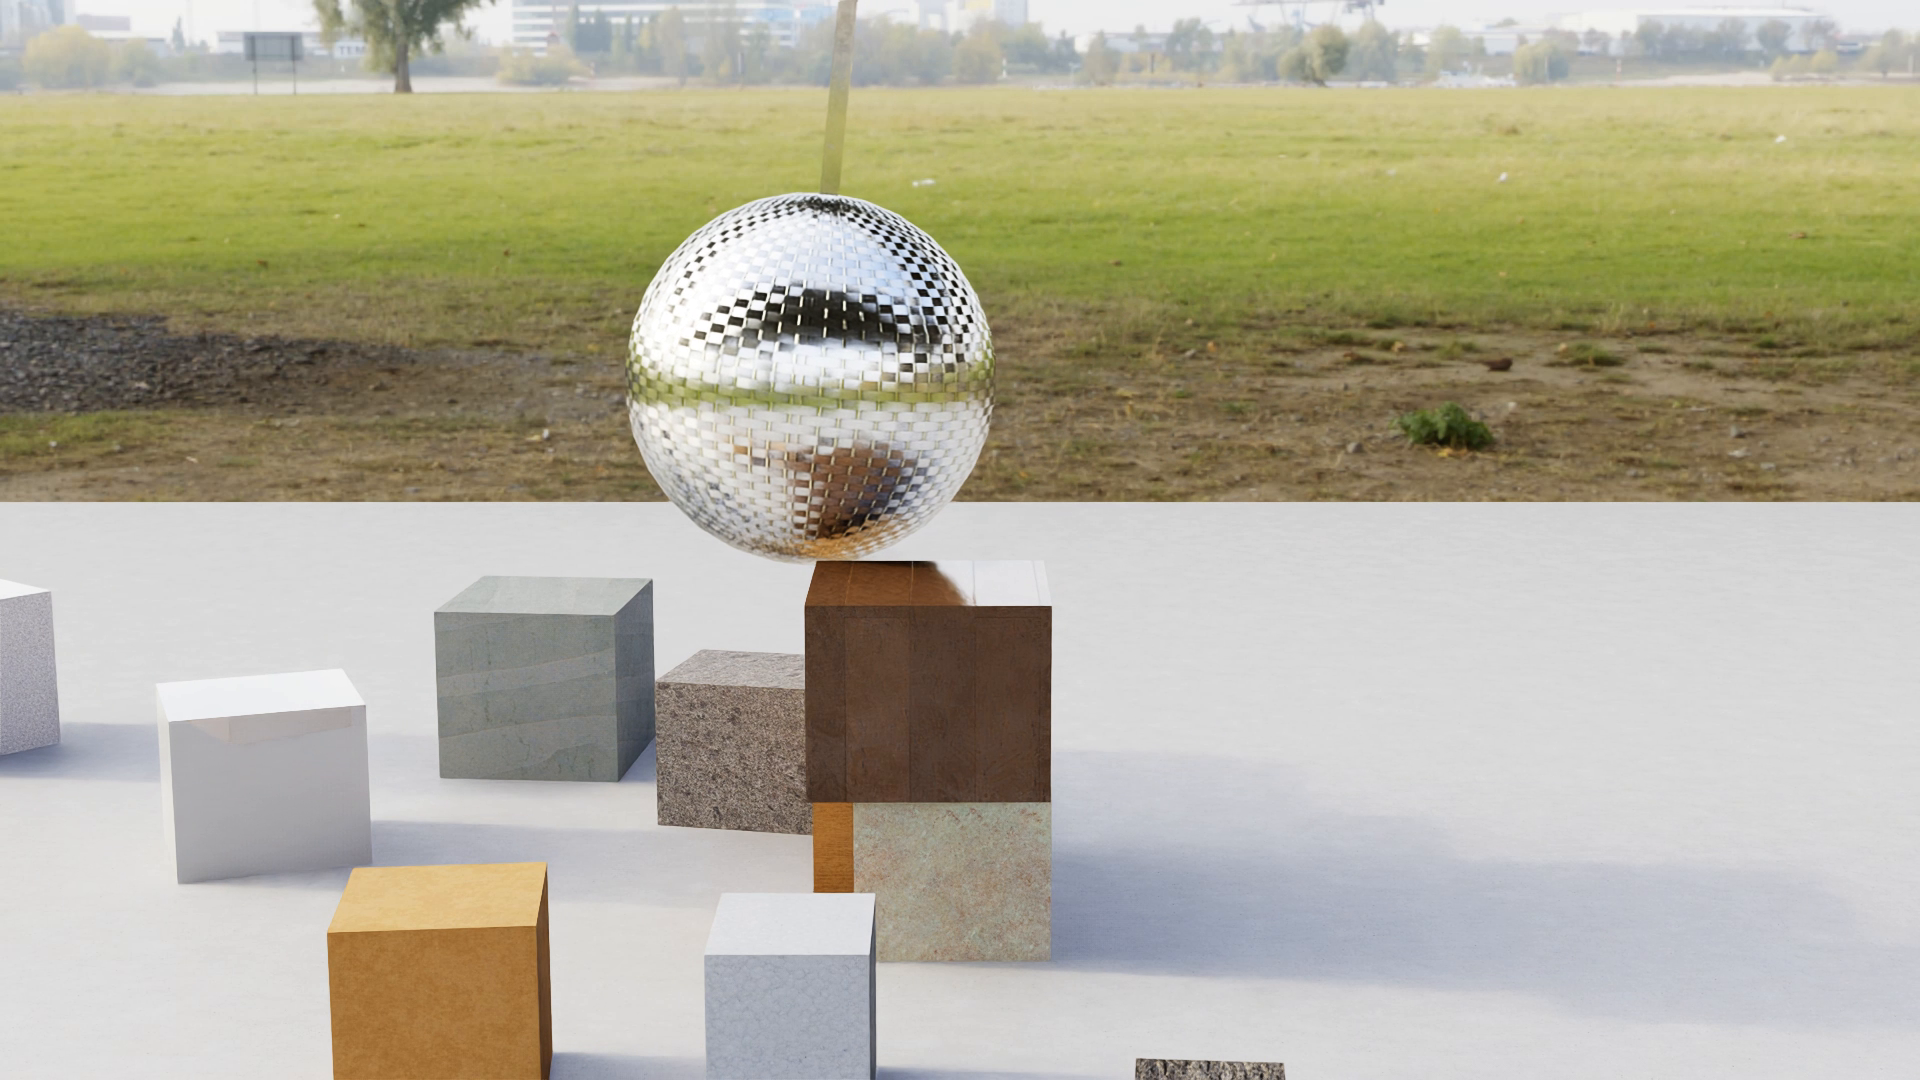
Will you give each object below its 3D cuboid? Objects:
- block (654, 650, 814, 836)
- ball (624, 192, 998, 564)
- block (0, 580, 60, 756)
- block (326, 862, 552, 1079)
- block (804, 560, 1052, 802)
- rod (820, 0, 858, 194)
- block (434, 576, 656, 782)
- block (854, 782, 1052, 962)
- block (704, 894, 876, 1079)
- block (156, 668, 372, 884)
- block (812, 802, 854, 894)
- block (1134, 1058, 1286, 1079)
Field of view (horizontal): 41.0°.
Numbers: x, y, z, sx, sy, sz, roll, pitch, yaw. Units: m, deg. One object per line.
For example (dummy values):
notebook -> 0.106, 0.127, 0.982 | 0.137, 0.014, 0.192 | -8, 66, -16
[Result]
block -> -0.929, 0.962, 12.321 | 0.870, 0.699, 0.700 | 2, 11, 13
ball -> -0.641, -0.693, 11.054 | 1.600, 1.600, 1.600 | 0, 10, 0
block -> -5.352, 0.681, 13.520 | 0.811, 0.823, 0.809 | 8, 13, 39
block -> -1.784, 1.576, 8.894 | 0.682, 0.716, 0.703 | -1, 10, -6
block -> -0.123, 0.551, 10.324 | 0.947, 0.779, 0.926 | 0, 10, 0
rod -> -0.278, -4.019, 10.450 | 0.080, 5.200, 0.080 | 6, 10, -1
block -> -2.130, 0.703, 13.297 | 0.914, 0.859, 0.941 | 1, 10, 5
block -> -0.030, 1.266, 10.586 | 0.786, 0.722, 0.755 | 0, 10, 0
block -> -0.572, 1.625, 8.828 | 0.545, 0.644, 0.644 | 0, 10, 0
block -> -3.177, 1.059, 11.689 | 0.844, 0.735, 0.754 | -4, 11, -21
block -> -0.212, 1.023, 11.412 | 0.840, 0.905, 0.836 | 0, 10, 0
block -> 0.766, 1.900, 7.875 | 0.465, 0.443, 0.494 | 1, 10, 5
